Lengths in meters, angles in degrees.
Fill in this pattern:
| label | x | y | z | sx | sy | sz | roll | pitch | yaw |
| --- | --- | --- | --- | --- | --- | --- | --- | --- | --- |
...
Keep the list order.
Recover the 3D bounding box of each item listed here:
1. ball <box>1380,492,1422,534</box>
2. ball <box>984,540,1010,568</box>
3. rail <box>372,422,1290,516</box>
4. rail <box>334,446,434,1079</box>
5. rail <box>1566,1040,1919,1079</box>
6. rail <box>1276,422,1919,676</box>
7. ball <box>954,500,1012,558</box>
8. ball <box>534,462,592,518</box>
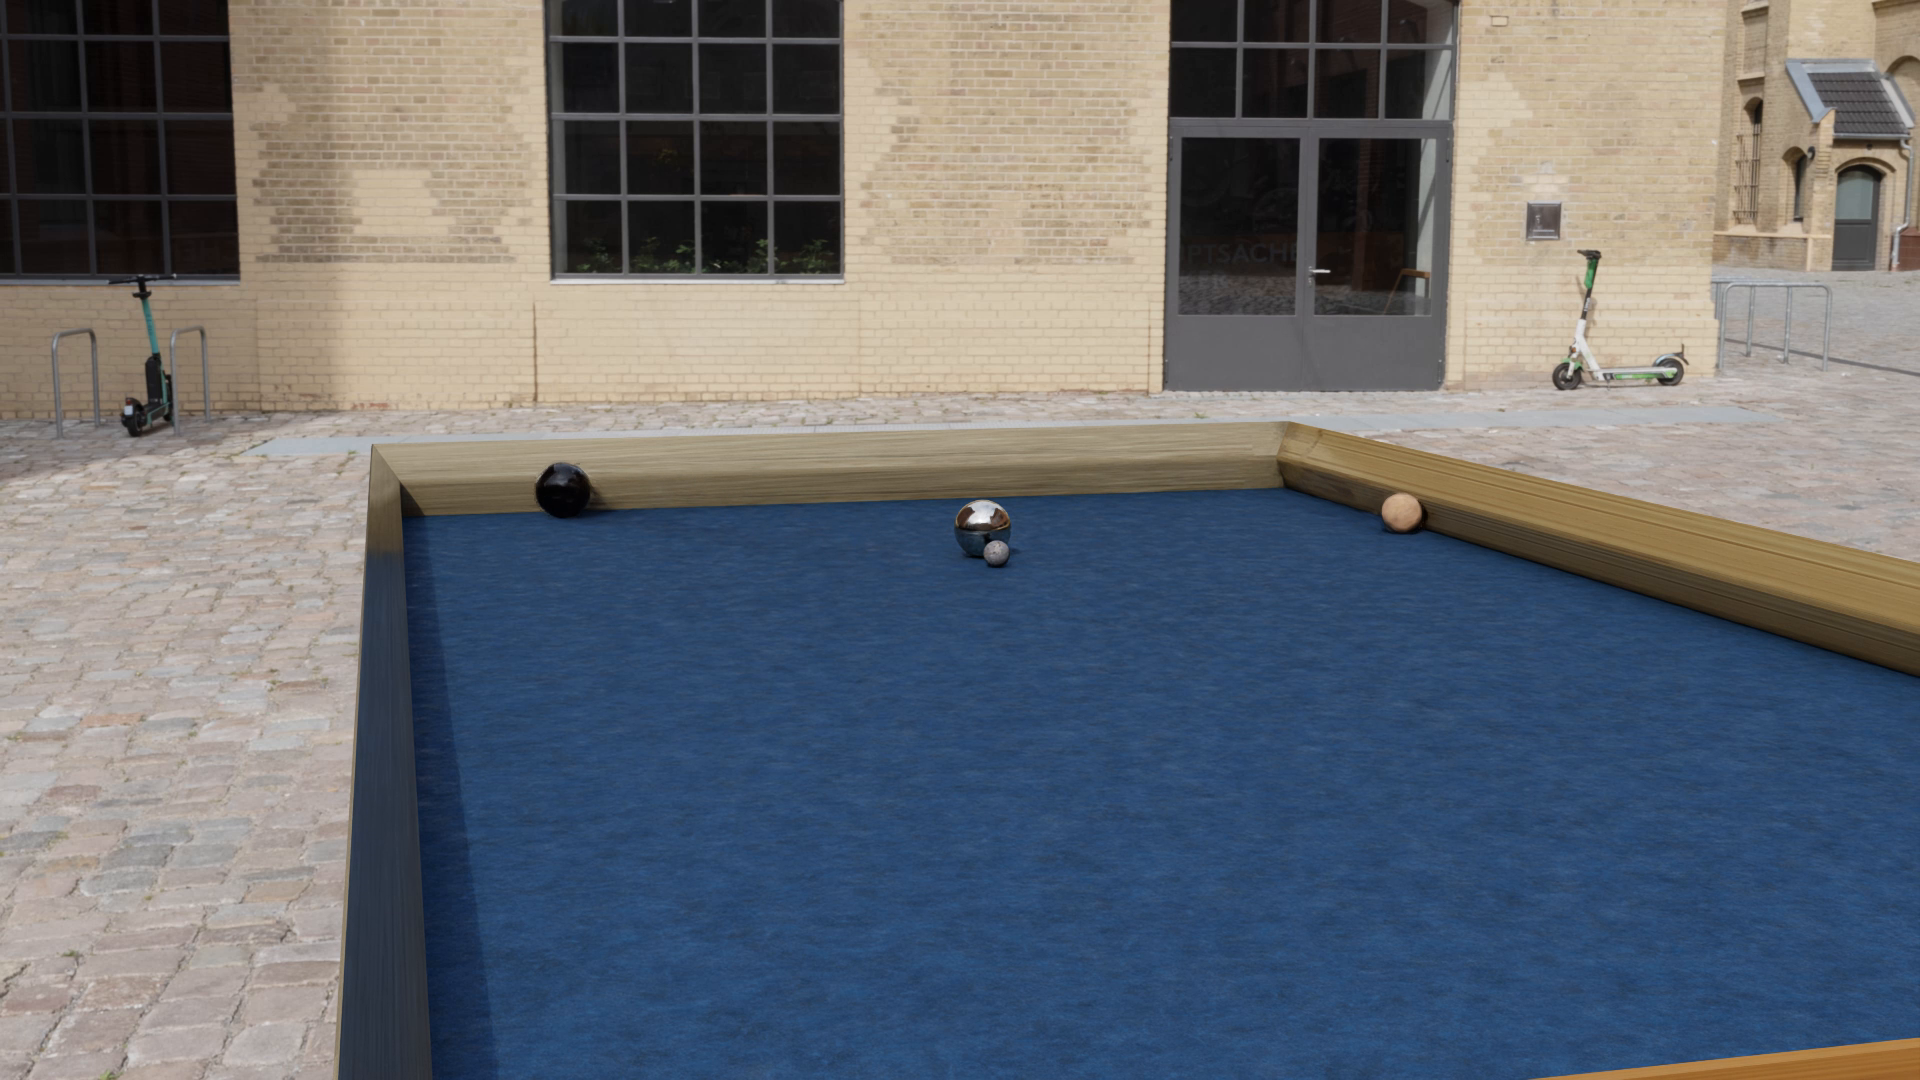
| label | x | y | z | sx | sy | sz | roll | pitch | yaw |
| --- | --- | --- | --- | --- | --- | --- | --- | --- | --- |
| ball | 0.737 | -0.044 | 3.668 | 0.068 | 0.068 | 0.068 | 0 | 8 | 0 |
| ball | 0.055 | 0.021 | 3.322 | 0.040 | 0.040 | 0.040 | 0 | 8 | 0 |
| rail | -0.189 | -0.133 | 4.057 | 1.731 | 0.128 | 0.045 | -2 | 9 | -14 |
| rail | -0.620 | 0.113 | 2.382 | 0.045 | 0.128 | 3.109 | -2 | 9 | -14 |
| rail | 0.578 | 0.298 | 1.124 | 1.731 | 0.128 | 0.045 | -2 | 9 | -14 |
| rail | 1.009 | 0.052 | 2.799 | 0.045 | 0.128 | 3.109 | -2 | 9 | -14 |
| ball | 0.035 | -0.018 | 3.413 | 0.090 | 0.090 | 0.090 | 0 | 8 | 0 |
| ball | -0.696 | -0.087 | 3.858 | 0.099 | 0.099 | 0.099 | 0 | 8 | 0 |
